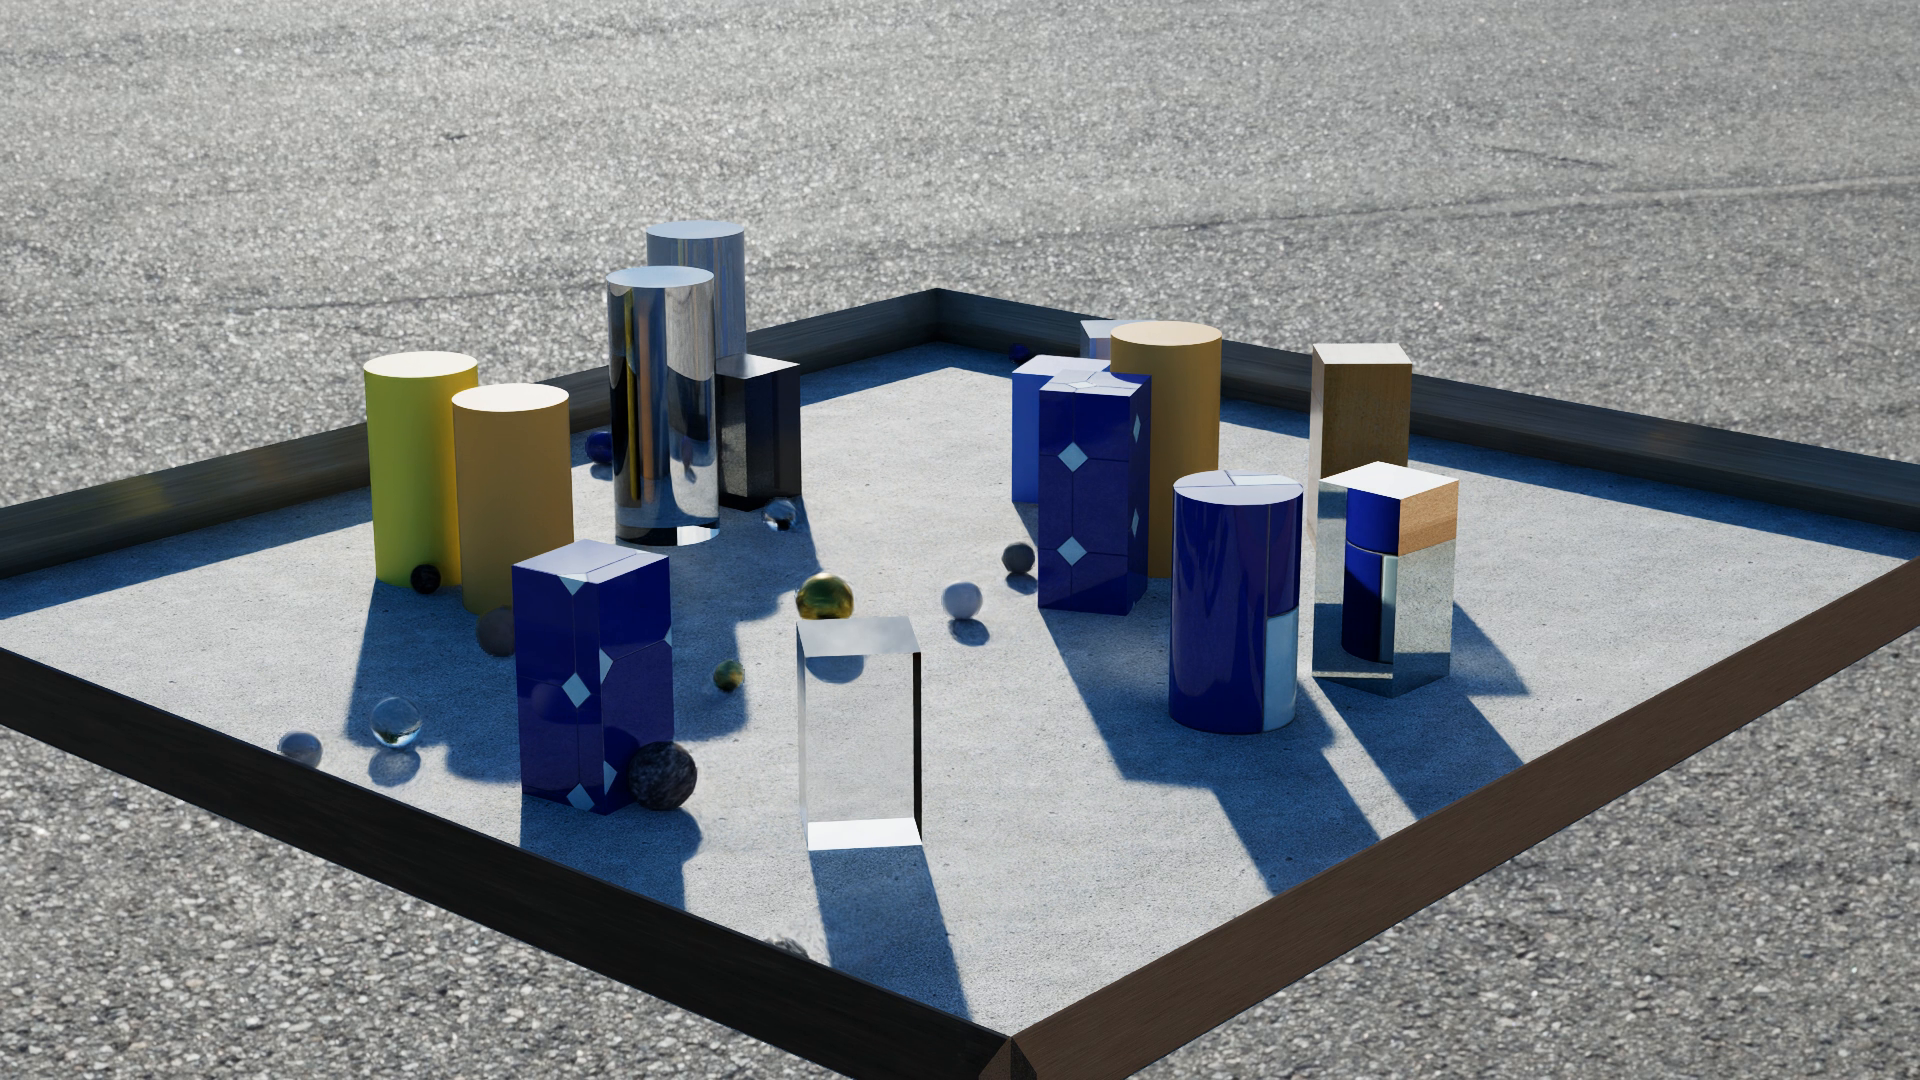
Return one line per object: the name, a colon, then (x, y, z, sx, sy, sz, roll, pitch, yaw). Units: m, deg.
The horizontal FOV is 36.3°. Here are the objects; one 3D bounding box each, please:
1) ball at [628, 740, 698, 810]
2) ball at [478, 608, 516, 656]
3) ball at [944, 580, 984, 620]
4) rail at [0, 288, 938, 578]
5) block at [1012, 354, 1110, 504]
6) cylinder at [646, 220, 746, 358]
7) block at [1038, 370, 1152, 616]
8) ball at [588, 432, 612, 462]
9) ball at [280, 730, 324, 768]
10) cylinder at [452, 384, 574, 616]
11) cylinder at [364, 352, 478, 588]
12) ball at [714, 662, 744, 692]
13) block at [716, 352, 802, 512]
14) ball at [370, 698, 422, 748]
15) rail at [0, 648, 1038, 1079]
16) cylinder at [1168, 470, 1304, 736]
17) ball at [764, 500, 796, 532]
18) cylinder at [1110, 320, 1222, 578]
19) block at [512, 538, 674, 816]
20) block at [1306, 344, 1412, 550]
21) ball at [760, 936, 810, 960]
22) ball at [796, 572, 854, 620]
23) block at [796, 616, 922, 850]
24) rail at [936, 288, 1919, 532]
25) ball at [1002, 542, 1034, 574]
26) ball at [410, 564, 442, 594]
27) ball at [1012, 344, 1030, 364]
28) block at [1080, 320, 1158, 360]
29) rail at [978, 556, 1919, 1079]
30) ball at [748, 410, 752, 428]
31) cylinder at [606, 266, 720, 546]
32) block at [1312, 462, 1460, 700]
ball: (-0.423, 0.335, 4.170, 0.098, 0.098, 0.098, 0, 17, 0)
ball: (-0.752, 0.151, 4.816, 0.079, 0.079, 0.079, 0, 17, 0)
ball: (0.006, 0.102, 4.996, 0.068, 0.068, 0.068, 0, 17, 0)
rail: (-0.998, -0.218, 5.949, 0.045, 0.128, 2.929, 14, 22, 39)
block: (0.201, -0.212, 5.711, 0.157, 0.257, 0.157, 6, 18, 19)
cylinder: (-0.531, -0.397, 5.948, 0.197, 0.473, 0.197, 0, 17, 0)
block: (0.232, -0.083, 5.057, 0.157, 0.387, 0.157, 5, 17, 16)
ball: (-0.725, -0.189, 5.967, 0.064, 0.064, 0.064, 0, 17, 0)
ball: (-0.968, 0.311, 4.311, 0.062, 0.062, 0.062, 0, 17, 0)
cylinder: (-0.766, -0.068, 5.045, 0.197, 0.365, 0.197, 0, 17, 0)
cylinder: (-0.948, -0.126, 5.208, 0.197, 0.382, 0.197, 0, 17, 0)
ball: (-0.367, 0.217, 4.652, 0.047, 0.047, 0.047, 0, 17, 0)
block: (-0.421, -0.211, 5.697, 0.157, 0.262, 0.157, 13, 21, 37)
ball: (-0.848, 0.274, 4.410, 0.076, 0.076, 0.076, 0, 17, 0)
rail: (-0.945, 0.346, 4.078, 2.690, 0.128, 0.045, 14, 22, 39)
cylinder: (0.423, 0.094, 4.506, 0.197, 0.365, 0.197, 0, 17, 0)
ball: (-0.337, -0.046, 5.499, 0.060, 0.060, 0.060, 0, 17, 0)
cylinder: (0.366, -0.164, 5.259, 0.197, 0.425, 0.197, 0, 17, 0)
block: (-0.524, 0.194, 4.209, 0.157, 0.344, 0.157, 11, 20, 32)
block: (0.730, -0.166, 5.379, 0.157, 0.360, 0.157, 0, 17, -1)
ball: (-0.222, 0.524, 3.571, 0.082, 0.082, 0.082, 0, 17, 0)
ball: (-0.227, 0.104, 4.935, 0.098, 0.098, 0.098, 0, 17, 0)
block: (-0.141, 0.267, 4.078, 0.157, 0.281, 0.157, -2, 17, -7)
rail: (0.945, -0.282, 6.162, 2.690, 0.128, 0.045, 14, 22, 39)
ball: (0.104, 0.032, 5.244, 0.058, 0.058, 0.058, 0, 17, 0)
ball: (-0.935, 0.068, 5.134, 0.053, 0.053, 0.053, 0, 17, 0)
ball: (0.141, -0.432, 6.807, 0.044, 0.044, 0.044, 0, 17, 0)
block: (0.331, -0.298, 5.968, 0.157, 0.271, 0.157, -1, 17, -4)
rail: (0.998, 0.282, 4.291, 0.045, 0.128, 2.929, 14, 22, 39)
ball: (-0.468, -0.255, 6.200, 0.057, 0.057, 0.057, 0, 17, 0)
cylinder: (-0.549, -0.250, 5.437, 0.197, 0.486, 0.197, 0, 17, 0)
block: (0.678, 0.062, 4.678, 0.157, 0.328, 0.157, 15, 23, 41)
